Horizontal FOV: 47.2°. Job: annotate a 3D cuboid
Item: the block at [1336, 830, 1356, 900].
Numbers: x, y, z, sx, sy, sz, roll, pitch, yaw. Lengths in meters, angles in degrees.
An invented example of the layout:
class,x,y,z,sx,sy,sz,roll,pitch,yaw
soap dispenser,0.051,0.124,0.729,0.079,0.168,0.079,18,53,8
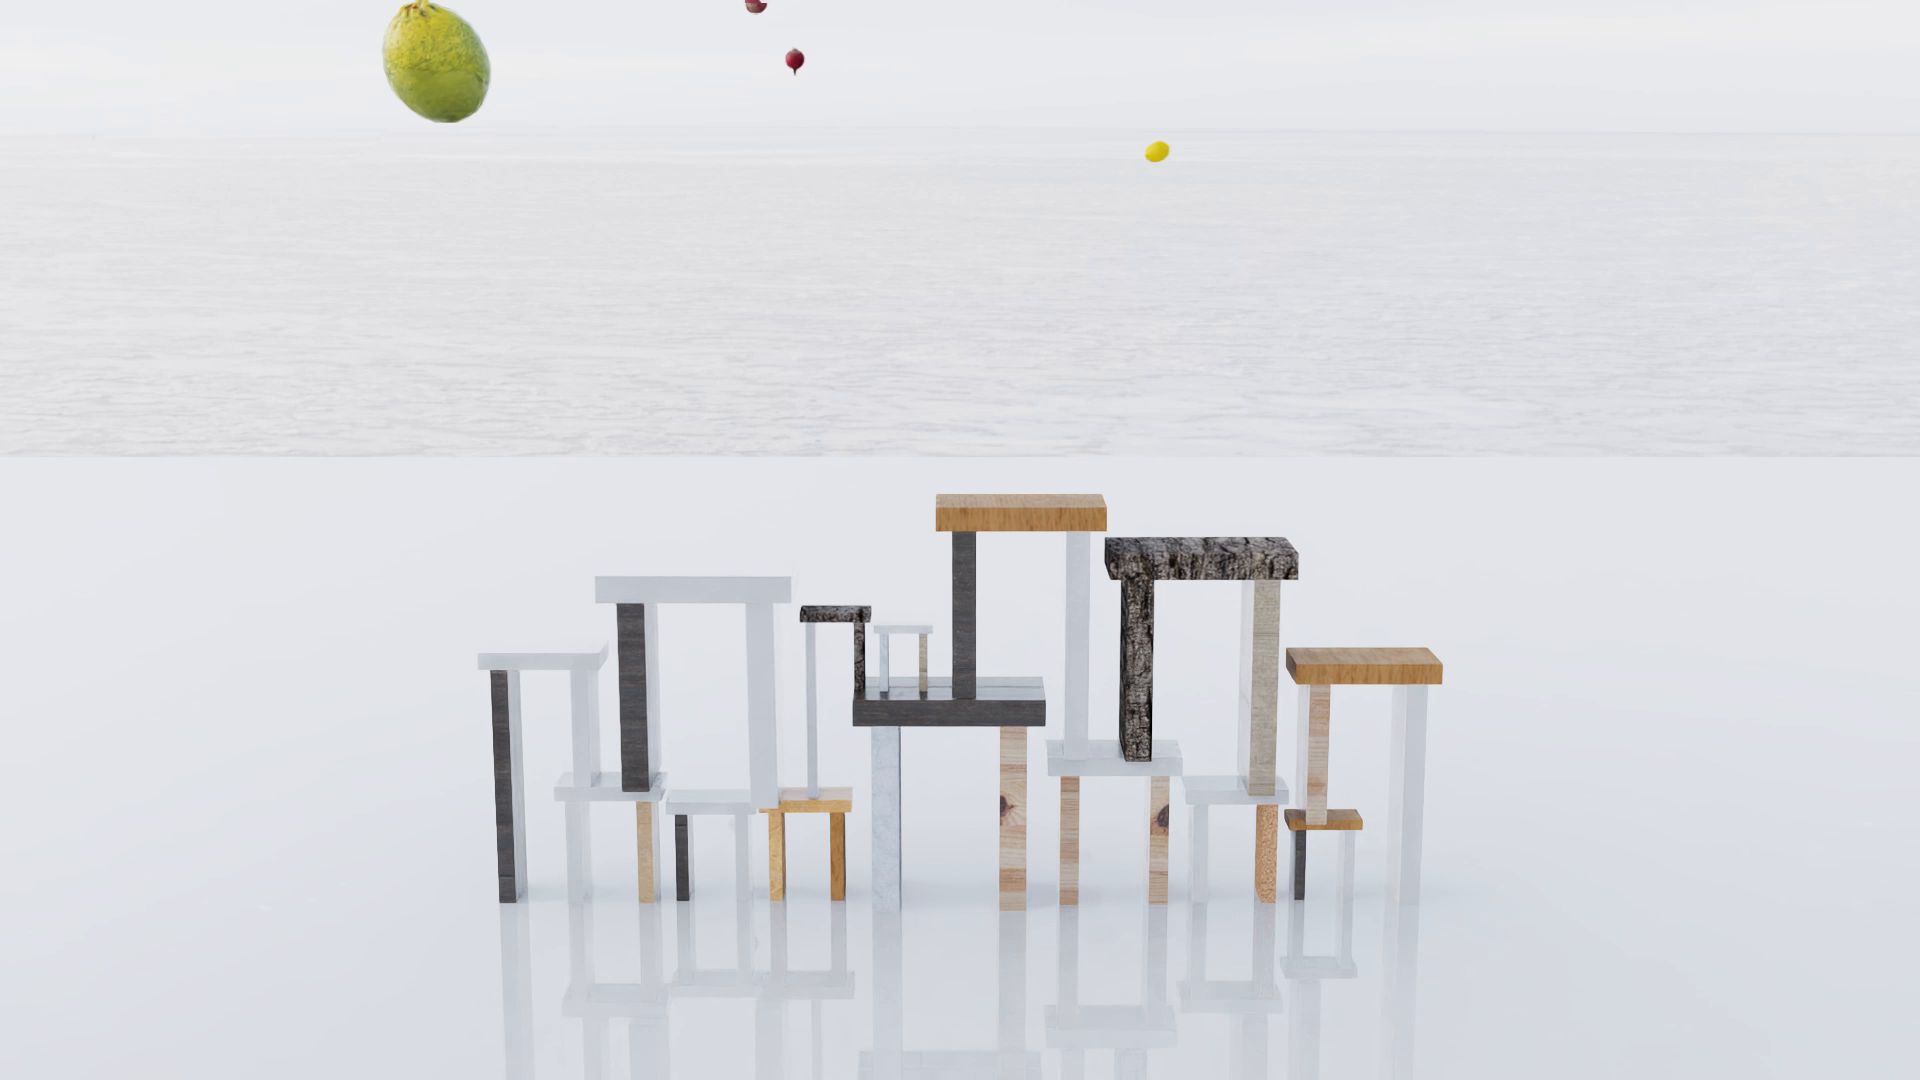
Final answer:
class,x,y,z,sx,sy,sz,roll,pitch,yaw
block,0.642,0.531,3.657,0.017,0.121,0.060,0,11,0

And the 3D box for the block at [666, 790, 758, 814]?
class,x,y,z,sx,sy,sz,roll,pitch,yaw
block,-0.408,0.433,3.641,0.149,0.021,0.074,0,11,0

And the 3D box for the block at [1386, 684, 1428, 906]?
class,x,y,z,sx,sy,sz,roll,pitch,yaw
block,0.738,0.406,3.638,0.033,0.373,0.118,0,11,0

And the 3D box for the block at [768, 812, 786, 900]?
class,x,y,z,sx,sy,sz,roll,pitch,yaw
block,-0.304,0.515,3.658,0.021,0.151,0.076,0,11,0

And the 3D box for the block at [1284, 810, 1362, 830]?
class,x,y,z,sx,sy,sz,roll,pitch,yaw
block,0.602,0.463,3.644,0.121,0.017,0.060,0,11,0

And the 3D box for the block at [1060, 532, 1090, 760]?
class,x,y,z,sx,sy,sz,roll,pitch,yaw
block,0.188,0.159,3.588,0.039,0.376,0.136,0,11,0

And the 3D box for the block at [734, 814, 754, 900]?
class,x,y,z,sx,sy,sz,roll,pitch,yaw
block,-0.359,0.517,3.657,0.021,0.149,0.074,0,11,0

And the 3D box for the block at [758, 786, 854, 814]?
class,x,y,z,sx,sy,sz,roll,pitch,yaw
block,-0.254,0.430,3.642,0.151,0.021,0.076,0,11,0

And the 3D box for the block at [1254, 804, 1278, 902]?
class,x,y,z,sx,sy,sz,roll,pitch,yaw
block,0.508,0.507,3.651,0.024,0.169,0.085,0,11,0

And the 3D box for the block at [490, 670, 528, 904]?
class,x,y,z,sx,sy,sz,roll,pitch,yaw
block,-0.745,0.395,3.635,0.028,0.396,0.098,0,11,0

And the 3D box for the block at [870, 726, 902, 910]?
class,x,y,z,sx,sy,sz,roll,pitch,yaw
block,-0.121,0.438,3.636,0.044,0.310,0.155,0,11,0

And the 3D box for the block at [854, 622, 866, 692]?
class,x,y,z,sx,sy,sz,roll,pitch,yaw
block,-0.164,0.185,3.596,0.016,0.114,0.057,0,11,0

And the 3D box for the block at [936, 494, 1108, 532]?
class,x,y,z,sx,sy,sz,roll,pitch,yaw
block,0.097,-0.045,3.551,0.272,0.039,0.136,0,11,0

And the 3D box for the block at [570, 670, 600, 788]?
class,x,y,z,sx,sy,sz,roll,pitch,yaw
block,-0.615,0.298,3.615,0.028,0.196,0.098,0,11,0

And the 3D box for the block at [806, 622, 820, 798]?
class,x,y,z,sx,sy,sz,roll,pitch,yaw
block,-0.242,0.274,3.612,0.016,0.296,0.057,0,11,0

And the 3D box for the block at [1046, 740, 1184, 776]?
class,x,y,z,sx,sy,sz,roll,pitch,yaw
block,0.252,0.359,3.626,0.220,0.031,0.110,0,11,0

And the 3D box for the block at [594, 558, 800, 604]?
class,x,y,z,sx,sy,sz,roll,pitch,yaw
block,-0.424,0.065,3.572,0.312,0.044,0.156,0,11,1

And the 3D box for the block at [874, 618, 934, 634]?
class,x,y,z,sx,sy,sz,roll,pitch,yaw
block,-0.092,0.141,3.583,0.096,0.014,0.048,0,11,0

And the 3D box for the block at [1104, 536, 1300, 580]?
class,x,y,z,sx,sy,sz,roll,pitch,yaw
block,0.388,0.029,3.562,0.299,0.042,0.149,0,11,0

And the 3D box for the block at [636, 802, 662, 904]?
class,x,y,z,sx,sy,sz,roll,pitch,yaw
block,-0.517,0.505,3.650,0.025,0.175,0.087,0,11,0

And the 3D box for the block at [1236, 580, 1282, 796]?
class,x,y,z,sx,sy,sz,roll,pitch,yaw
block,0.488,0.226,3.597,0.042,0.356,0.149,0,11,0

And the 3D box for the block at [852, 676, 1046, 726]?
class,x,y,z,sx,sy,sz,roll,pitch,yaw
block,-0.018,0.264,3.604,0.311,0.044,0.155,0,11,0

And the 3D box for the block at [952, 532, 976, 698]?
class,x,y,z,sx,sy,sz,roll,pitch,yaw
block,0.007,0.108,3.579,0.039,0.272,0.136,0,11,0

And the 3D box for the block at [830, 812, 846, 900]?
class,x,y,z,sx,sy,sz,roll,pitch,yaw
block,-0.203,0.515,3.658,0.021,0.151,0.076,0,11,0

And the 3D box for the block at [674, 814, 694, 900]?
class,x,y,z,sx,sy,sz,roll,pitch,yaw
block,-0.458,0.517,3.657,0.021,0.149,0.074,0,11,0

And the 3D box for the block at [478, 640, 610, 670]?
class,x,y,z,sx,sy,sz,roll,pitch,yaw
block,-0.680,0.187,3.596,0.196,0.028,0.098,0,11,0

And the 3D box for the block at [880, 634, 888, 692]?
class,x,y,z,sx,sy,sz,roll,pitch,yaw
block,-0.124,0.195,3.593,0.014,0.096,0.048,0,11,0

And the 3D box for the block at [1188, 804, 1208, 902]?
class,x,y,z,sx,sy,sz,roll,pitch,yaw
block,0.395,0.507,3.651,0.024,0.169,0.085,0,11,0

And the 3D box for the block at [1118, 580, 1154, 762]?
class,x,y,z,sx,sy,sz,roll,pitch,yaw
block,0.288,0.197,3.593,0.042,0.299,0.149,0,11,0

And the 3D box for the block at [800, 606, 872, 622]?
class,x,y,z,sx,sy,sz,roll,pitch,yaw
block,-0.203,0.120,3.583,0.114,0.016,0.057,0,11,-1

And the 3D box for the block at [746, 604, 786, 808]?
class,x,y,z,sx,sy,sz,roll,pitch,yaw
block,-0.318,0.254,3.606,0.044,0.339,0.156,0,11,0

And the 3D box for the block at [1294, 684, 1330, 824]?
class,x,y,z,sx,sy,sz,roll,pitch,yaw
block,0.581,0.338,3.626,0.033,0.236,0.118,0,10,0

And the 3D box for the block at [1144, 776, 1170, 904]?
class,x,y,z,sx,sy,sz,roll,pitch,yaw
block,0.326,0.482,3.650,0.031,0.220,0.110,0,11,0

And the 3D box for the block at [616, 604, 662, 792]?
class,x,y,z,sx,sy,sz,roll,pitch,yaw
block,-0.525,0.240,3.606,0.044,0.312,0.156,0,11,0

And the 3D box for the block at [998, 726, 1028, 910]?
class,x,y,z,sx,sy,sz,roll,pitch,yaw
block,0.086,0.438,3.636,0.044,0.311,0.155,0,11,0

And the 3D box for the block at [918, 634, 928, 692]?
class,x,y,z,sx,sy,sz,roll,pitch,yaw
block,-0.060,0.195,3.593,0.014,0.096,0.048,0,11,0

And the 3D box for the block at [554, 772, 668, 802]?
class,x,y,z,sx,sy,sz,roll,pitch,yaw
block,-0.575,0.407,3.632,0.175,0.025,0.087,0,11,0

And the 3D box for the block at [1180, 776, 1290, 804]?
class,x,y,z,sx,sy,sz,roll,pitch,yaw
block,0.452,0.413,3.632,0.169,0.024,0.085,0,11,-1

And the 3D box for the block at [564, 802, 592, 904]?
class,x,y,z,sx,sy,sz,roll,pitch,yaw
block,-0.633,0.505,3.650,0.025,0.175,0.087,0,11,0

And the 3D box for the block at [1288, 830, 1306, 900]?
class,x,y,z,sx,sy,sz,roll,pitch,yaw
block,0.562,0.531,3.657,0.017,0.121,0.060,0,11,0

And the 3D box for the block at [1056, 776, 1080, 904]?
class,x,y,z,sx,sy,sz,roll,pitch,yaw
block,0.179,0.482,3.650,0.031,0.220,0.110,0,11,0

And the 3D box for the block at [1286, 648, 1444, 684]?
class,x,y,z,sx,sy,sz,roll,pitch,yaw
block,0.660,0.206,3.601,0.236,0.033,0.118,0,11,0
